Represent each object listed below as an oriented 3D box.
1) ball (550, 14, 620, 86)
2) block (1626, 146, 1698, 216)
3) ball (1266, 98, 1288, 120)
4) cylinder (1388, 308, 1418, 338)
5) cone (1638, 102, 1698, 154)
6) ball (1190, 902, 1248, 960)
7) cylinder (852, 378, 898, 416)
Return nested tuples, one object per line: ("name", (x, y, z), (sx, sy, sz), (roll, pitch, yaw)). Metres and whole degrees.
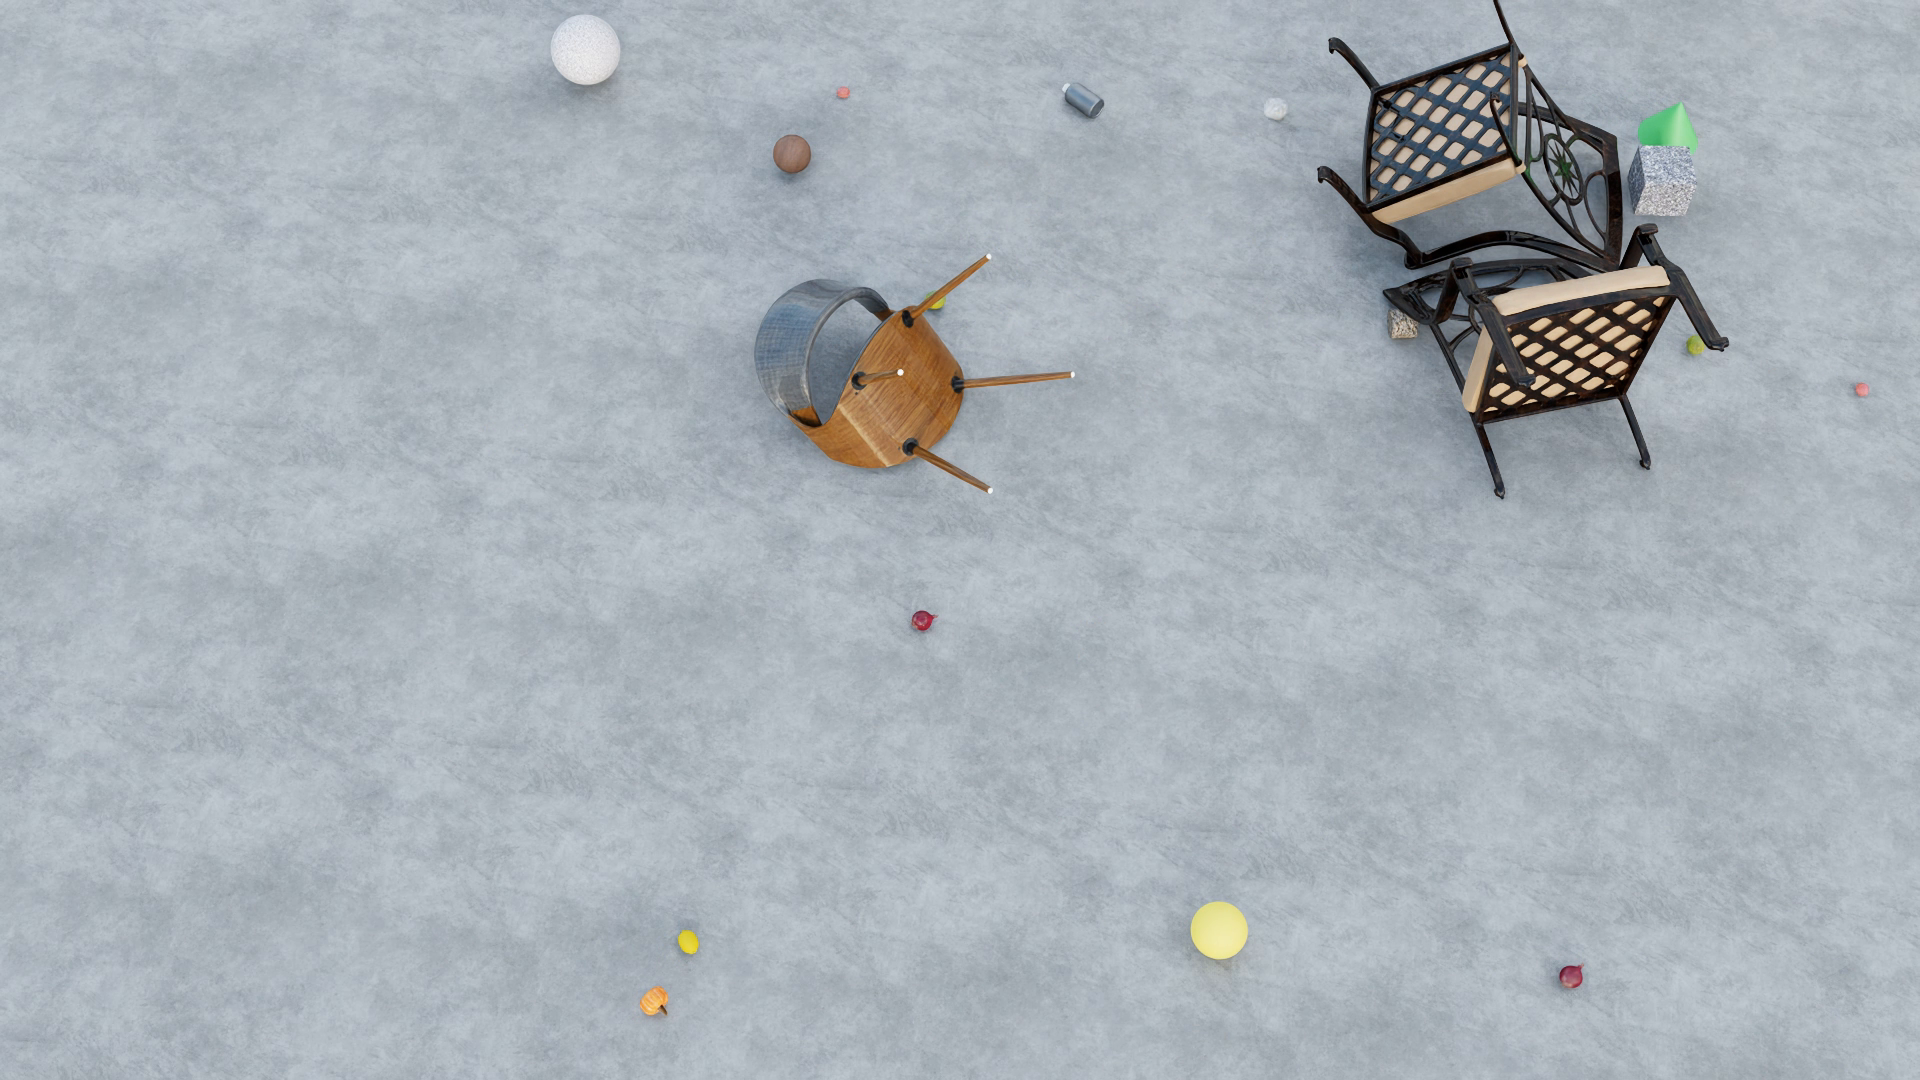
("ball", (-1.287, -1.685, 7.562), (0.238, 0.238, 0.238), (0, 56, 0))
("block", (2.323, -1.190, 7.281), (0.167, 0.151, 0.170), (1, 56, 1))
("ball", (1.083, -1.475, 7.519), (0.074, 0.074, 0.074), (0, 56, 0))
("cylinder", (1.407, -0.688, 6.991), (0.081, 0.074, 0.099), (-1, 60, -1))
("cone", (2.412, -1.419, 7.424), (0.198, 0.170, 0.213), (-16, 58, -10))
("ball", (0.683, 1.028, 5.794), (0.150, 0.150, 0.150), (0, 56, 0))
("cylinder", (-0.265, -0.446, 6.844), (0.125, 0.048, 0.122), (-8, 55, -6))
